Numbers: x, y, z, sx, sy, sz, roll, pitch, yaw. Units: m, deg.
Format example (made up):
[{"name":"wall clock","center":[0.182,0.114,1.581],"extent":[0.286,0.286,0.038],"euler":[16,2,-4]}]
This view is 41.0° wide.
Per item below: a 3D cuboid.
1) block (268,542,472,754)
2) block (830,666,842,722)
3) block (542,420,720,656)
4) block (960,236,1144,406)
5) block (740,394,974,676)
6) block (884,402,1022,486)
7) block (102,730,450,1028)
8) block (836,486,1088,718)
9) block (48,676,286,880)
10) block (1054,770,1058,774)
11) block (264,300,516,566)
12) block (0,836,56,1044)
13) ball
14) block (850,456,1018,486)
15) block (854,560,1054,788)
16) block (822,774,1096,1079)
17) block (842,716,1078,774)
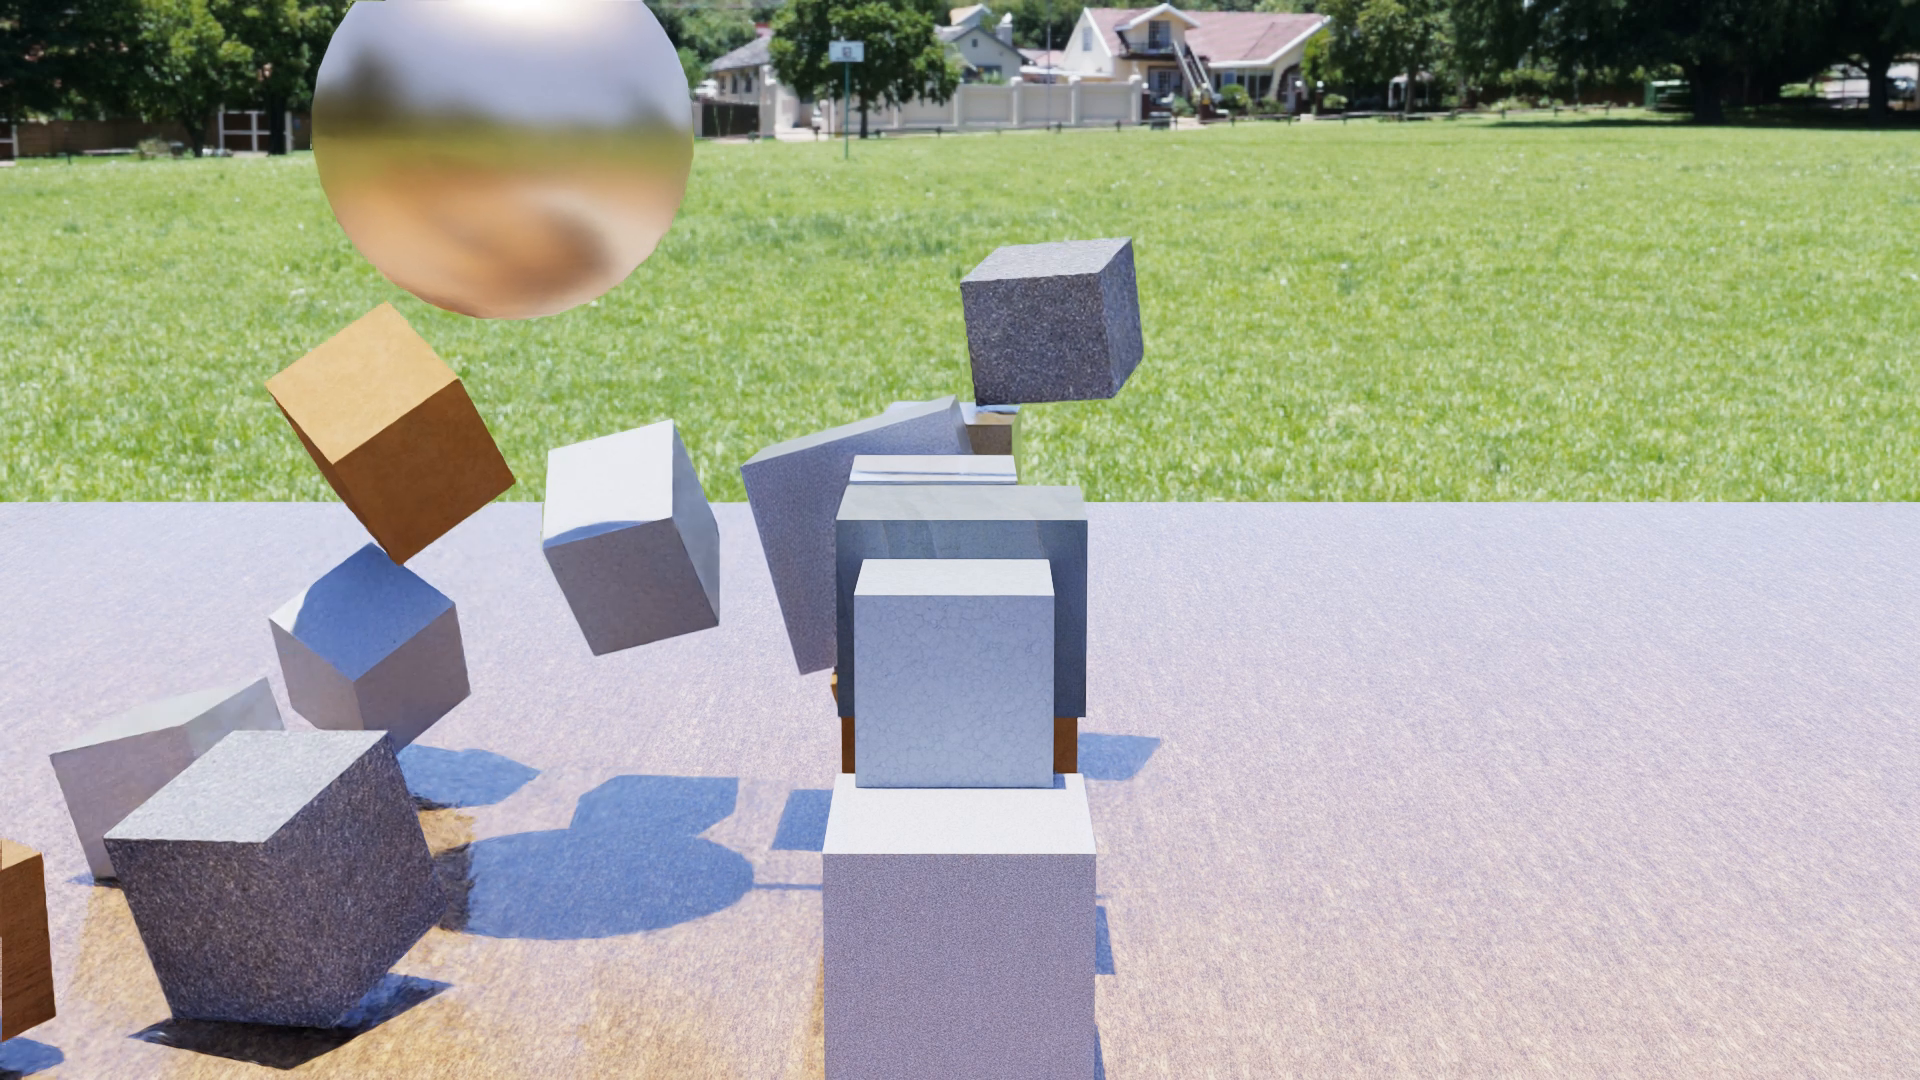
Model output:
[{"name":"block","center":[-2.982,0.591,13.017],"extent":[0.625,0.732,0.668],"euler":[33,55,24]},{"name":"block","center":[-0.114,0.886,11.856],"extent":[0.723,0.850,0.738],"euler":[-16,10,3]},{"name":"block","center":[-1.568,-0.011,12.326],"extent":[0.629,0.715,0.734],"euler":[-14,40,6]},{"name":"block","center":[0.484,-1.121,13.100],"extent":[0.713,0.641,0.801],"euler":[-2,18,16]},{"name":"block","center":[-0.370,-0.047,12.038],"extent":[0.980,0.988,1.011],"euler":[-15,6,4]},{"name":"block","center":[-0.044,-0.300,12.893],"extent":[0.659,0.687,0.701],"euler":[1,12,5]},{"name":"block","center":[-2.560,1.261,9.671],"extent":[0.754,0.794,0.785],"euler":[-2,25,26]},{"name":"block","center":[0.011,0.232,10.364],"extent":[0.971,0.782,0.844],"euler":[0,10,1]},{"name":"block","center":[-3.473,1.057,11.447],"extent":[0.719,0.599,0.677],"euler":[-13,11,19]},{"name":"block","center":[0.008,1.369,10.010],"extent":[0.771,0.725,0.887],"euler":[0,10,0]},{"name":"block","center":[-2.801,-0.524,12.660],"extent":[0.721,0.834,0.722],"euler":[-37,54,-14]},{"name":"block","center":[-3.678,1.438,9.159],"extent":[0.583,0.657,0.560],"euler":[13,21,29]},{"name":"ball","center":[-1.924,-1.732,10.865],"extent":[1.600,1.600,1.600],"euler":[0,10,0]},{"name":"block","center":[-0.113,0.081,11.139],"extent":[0.703,0.801,0.724],"euler":[0,10,0]},{"name":"block","center":[-0.018,0.483,9.585],"extent":[0.715,0.706,0.765],"euler":[0,9,0]},{"name":"block","center":[-0.002,1.422,9.059],"extent":[0.907,0.961,0.983],"euler":[0,10,0]},{"name":"block","center":[-0.002,1.044,10.955],"extent":[0.954,1.027,1.071],"euler":[0,10,0]}]
